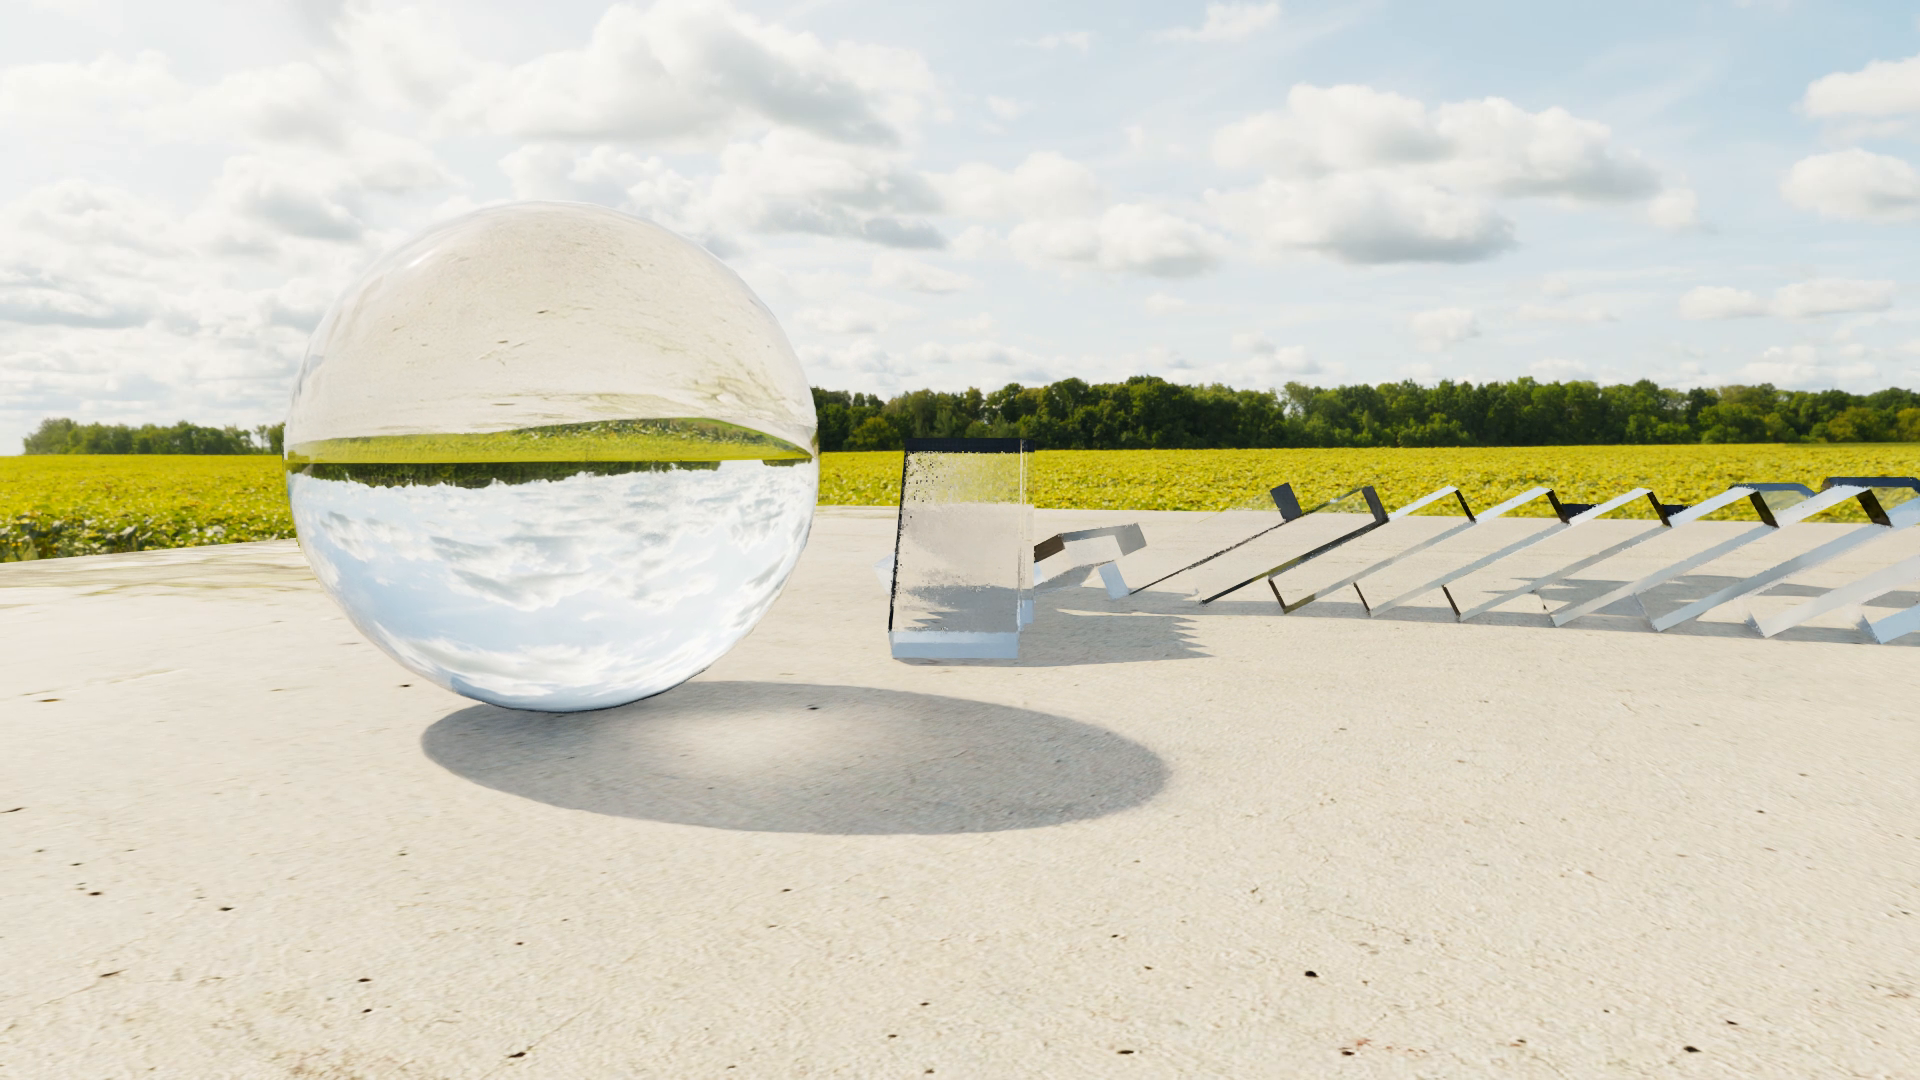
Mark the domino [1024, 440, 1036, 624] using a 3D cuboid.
[{"bbox_3d":[0.006,-0.003,0.317,0.025,0.050,0.009,0,-37,4],"label":"domino"}]

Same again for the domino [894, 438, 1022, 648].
[{"bbox_3d":[0.000,0.000,0.279,0.025,0.050,0.009,0,-37,4],"label":"domino"}]

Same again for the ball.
[{"bbox_3d":[-0.062,-0.013,0.203,0.080,0.080,0.080,0,4,0],"label":"ball"}]

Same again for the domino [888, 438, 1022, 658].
[{"bbox_3d":[0.000,0.001,0.267,0.025,0.050,0.009,0,-37,4],"label":"domino"}]

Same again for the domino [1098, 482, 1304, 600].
[{"bbox_3d":[0.063,0.001,0.340,0.050,0.010,0.025,-24,-3,-6],"label":"domino"}]

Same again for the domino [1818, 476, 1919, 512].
[{"bbox_3d":[0.261,0.000,0.352,0.025,0.009,0.050,0,34,4],"label":"domino"}]

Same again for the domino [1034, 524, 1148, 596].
[{"bbox_3d":[0.031,0.006,0.357,0.025,0.009,0.050,-28,-11,30],"label":"domino"}]

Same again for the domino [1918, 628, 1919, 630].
[{"bbox_3d":[0.240,0.003,0.289,0.050,0.009,0.025,-36,13,-10],"label":"domino"}]

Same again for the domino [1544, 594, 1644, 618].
[{"bbox_3d":[0.174,0.012,0.341,0.025,0.010,0.050,3,5,36],"label":"domino"}]

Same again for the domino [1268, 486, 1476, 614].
[{"bbox_3d":[0.104,0.002,0.326,0.050,0.009,0.025,-28,-3,15],"label":"domino"}]

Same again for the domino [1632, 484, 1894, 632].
[{"bbox_3d":[0.181,0.004,0.294,0.050,0.009,0.025,-30,-7,21],"label":"domino"}]

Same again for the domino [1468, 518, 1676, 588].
[{"bbox_3d":[0.179,0.004,0.376,0.050,0.010,0.025,-1,-26,-15],"label":"domino"}]

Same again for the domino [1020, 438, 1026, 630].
[{"bbox_3d":[0.003,-0.002,0.304,0.025,0.050,0.009,0,-37,4],"label":"domino"}]

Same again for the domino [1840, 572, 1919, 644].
[{"bbox_3d":[0.218,0.005,0.275,0.050,0.009,0.025,-30,-3,22],"label":"domino"}]

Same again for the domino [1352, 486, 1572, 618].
[{"bbox_3d":[0.123,0.003,0.319,0.050,0.009,0.025,-28,-4,17],"label":"domino"}]

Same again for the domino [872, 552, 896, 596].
[{"bbox_3d":[-0.003,0.007,0.342,0.025,0.010,0.050,-32,14,-16],"label":"domino"}]

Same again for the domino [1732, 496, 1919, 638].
[{"bbox_3d":[0.199,0.004,0.284,0.050,0.010,0.025,-30,-6,21],"label":"domino"}]

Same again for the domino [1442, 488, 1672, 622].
[{"bbox_3d":[0.143,0.003,0.310,0.050,0.010,0.025,-28,-7,21],"label":"domino"}]

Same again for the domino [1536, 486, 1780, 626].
[{"bbox_3d":[0.162,0.004,0.302,0.050,0.009,0.025,-29,-7,21],"label":"domino"}]

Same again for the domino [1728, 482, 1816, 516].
[{"bbox_3d":[0.251,-0.001,0.375,0.025,0.009,0.050,-1,30,-11],"label":"domino"}]

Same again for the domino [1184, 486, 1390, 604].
[{"bbox_3d":[0.084,0.001,0.334,0.050,0.009,0.025,-25,-3,6],"label":"domino"}]

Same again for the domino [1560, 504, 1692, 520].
[{"bbox_3d":[0.198,0.001,0.399,0.050,0.009,0.025,1,-39,23],"label":"domino"}]

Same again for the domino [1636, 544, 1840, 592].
[{"bbox_3d":[0.240,0.008,0.398,0.025,0.009,0.050,-1,4,-17],"label":"domino"}]

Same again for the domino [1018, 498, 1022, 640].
[{"bbox_3d":[0.001,-0.001,0.292,0.025,0.050,0.010,0,-37,4],"label":"domino"}]
